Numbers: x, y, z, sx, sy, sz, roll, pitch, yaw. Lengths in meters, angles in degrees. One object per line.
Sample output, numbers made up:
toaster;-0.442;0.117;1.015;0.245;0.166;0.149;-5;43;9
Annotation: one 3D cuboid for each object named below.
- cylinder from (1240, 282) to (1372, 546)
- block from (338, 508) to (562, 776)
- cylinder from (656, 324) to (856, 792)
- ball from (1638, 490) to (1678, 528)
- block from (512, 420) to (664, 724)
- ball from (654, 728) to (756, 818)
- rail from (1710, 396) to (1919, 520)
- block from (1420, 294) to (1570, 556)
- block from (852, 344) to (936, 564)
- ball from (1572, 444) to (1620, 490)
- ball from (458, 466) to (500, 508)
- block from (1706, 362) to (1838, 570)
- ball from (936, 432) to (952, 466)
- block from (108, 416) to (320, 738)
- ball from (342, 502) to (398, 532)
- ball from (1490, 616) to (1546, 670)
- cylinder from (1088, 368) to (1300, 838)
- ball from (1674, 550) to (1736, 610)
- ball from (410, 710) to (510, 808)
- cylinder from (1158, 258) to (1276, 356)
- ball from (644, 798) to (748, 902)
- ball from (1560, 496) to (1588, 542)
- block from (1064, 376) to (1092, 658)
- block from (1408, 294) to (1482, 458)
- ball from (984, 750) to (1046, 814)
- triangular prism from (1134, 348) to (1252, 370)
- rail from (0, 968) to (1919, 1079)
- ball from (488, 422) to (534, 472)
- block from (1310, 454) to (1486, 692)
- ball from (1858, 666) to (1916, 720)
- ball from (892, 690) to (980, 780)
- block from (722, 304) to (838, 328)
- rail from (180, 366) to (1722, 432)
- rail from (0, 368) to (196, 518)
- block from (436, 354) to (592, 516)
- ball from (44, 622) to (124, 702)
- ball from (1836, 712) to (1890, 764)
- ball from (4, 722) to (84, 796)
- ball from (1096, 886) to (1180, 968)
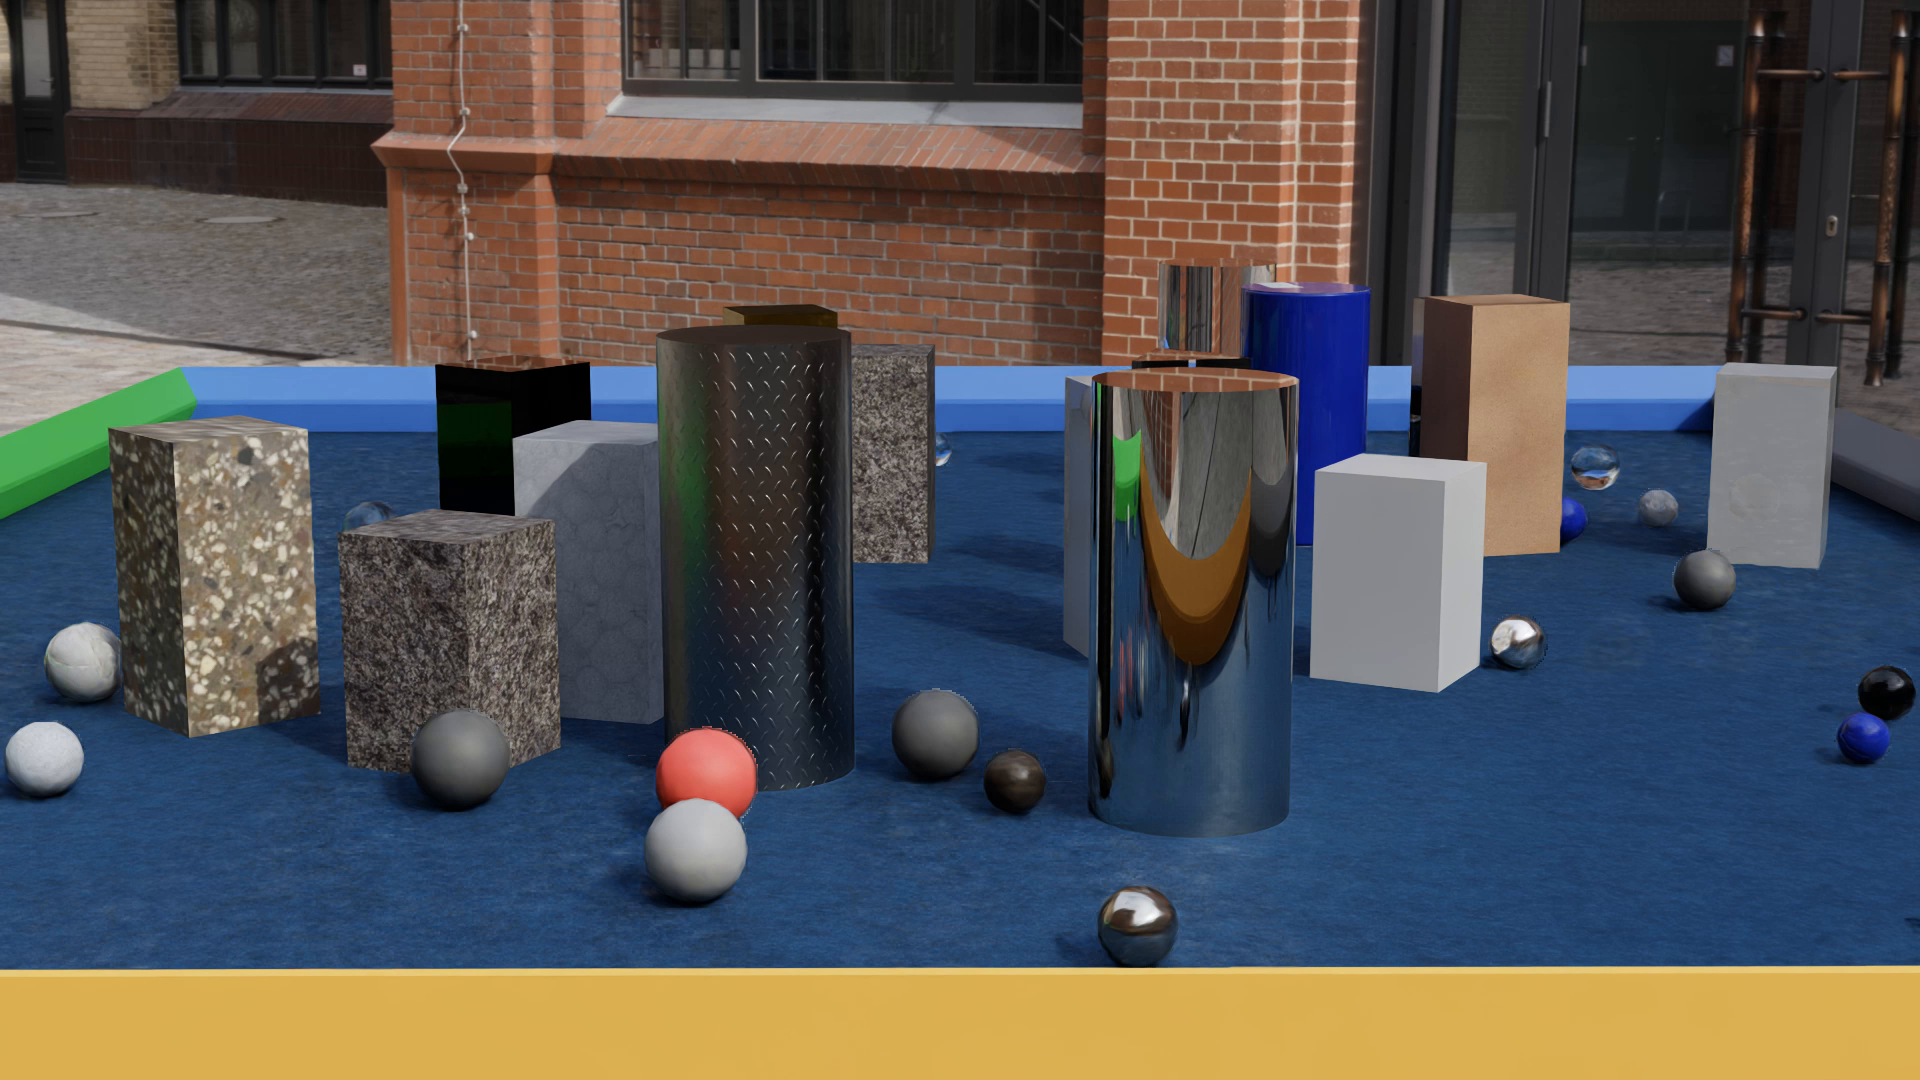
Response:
cylinder;0.534;-0.199;3.998;0.200;0.389;0.200;0;10;0
block;-0.539;0.108;2.719;0.160;0.250;0.160;5;12;25
cylinder;-0.211;0.014;2.665;0.200;0.456;0.200;0;10;0
ball;1.114;-0.050;4.093;0.062;0.062;0.062;0;10;0
block;-0.399;0.033;2.944;0.160;0.316;0.160;3;11;18
ball;-0.245;0.231;2.473;0.098;0.098;0.098;0;10;0
rail;1.535;0.032;3.457;0.045;0.130;3.503;0;10;0
block;0.811;-0.177;3.912;0.160;0.378;0.160;-3;11;-16
block;-0.123;-0.132;3.859;0.160;0.309;0.160;1;10;4
ball;1.103;-0.127;4.453;0.082;0.082;0.082;0;10;0
ball;-0.803;-0.090;4.284;0.070;0.070;0.070;0;10;0
block;1.214;-0.114;3.836;0.160;0.281;0.160;4;11;22
ball;-0.048;-0.167;4.713;0.067;0.067;0.067;0;10;0
block;-0.841;0.036;2.897;0.160;0.327;0.160;-9;14;-42
ball;-0.876;-0.014;3.824;0.088;0.088;0.088;0;10;0
ball;0.681;0.125;3.134;0.066;0.066;0.066;0;10;0
cylinder;0.227;0.056;2.511;0.200;0.429;0.200;0;10;0
ball;1.009;0.055;3.473;0.081;0.081;0.081;0;10;0
ball;-0.497;0.218;2.550;0.097;0.097;0.097;0;10;0
cylinder;0.438;-0.276;4.395;0.200;0.397;0.200;0;10;0
ball;-0.233;0.274;2.261;0.091;0.091;0.091;0;10;0
ball;0.929;-0.032;3.944;0.070;0.070;0.070;0;10;0
block;0.230;-0.028;3.208;0.160;0.341;0.160;-3;11;-15
block;0.865;-0.230;4.289;0.160;0.344;0.160;-4;11;-22
ball;0.054;0.239;2.532;0.062;0.062;0.062;0;10;0
triangular prism;0.306;-0.103;3.651;0.173;0.326;0.150;-3;11;-13
rail;0.010;0.347;1.750;3.116;0.130;0.045;0;10;0
ball;-0.809;-0.170;4.659;0.091;0.091;0.091;0;10;0
block;0.531;0.036;3.103;0.160;0.252;0.160;6;12;28
ball;1.043;0.173;2.889;0.062;0.062;0.062;0;10;0
ball;-0.025;0.201;2.650;0.092;0.092;0.092;0;10;0
block;-0.305;-0.231;4.359;0.160;0.321;0.160;-3;11;-18
rail;-0.010;-0.281;5.148;3.116;0.130;0.045;0;10;0
rail;-1.535;0.035;3.440;0.045;0.130;3.503;0;10;0
block;-0.662;-0.118;3.825;0.160;0.293;0.160;8;13;36
ball;-1.011;0.142;2.968;0.093;0.093;0.093;0;10;0
ball;0.955;0.209;2.713;0.054;0.054;0.054;0;10;0
ball;-0.924;0.221;2.589;0.076;0.076;0.076;0;10;0
ball;0.146;0.316;2.098;0.067;0.067;0.067;0;10;0
